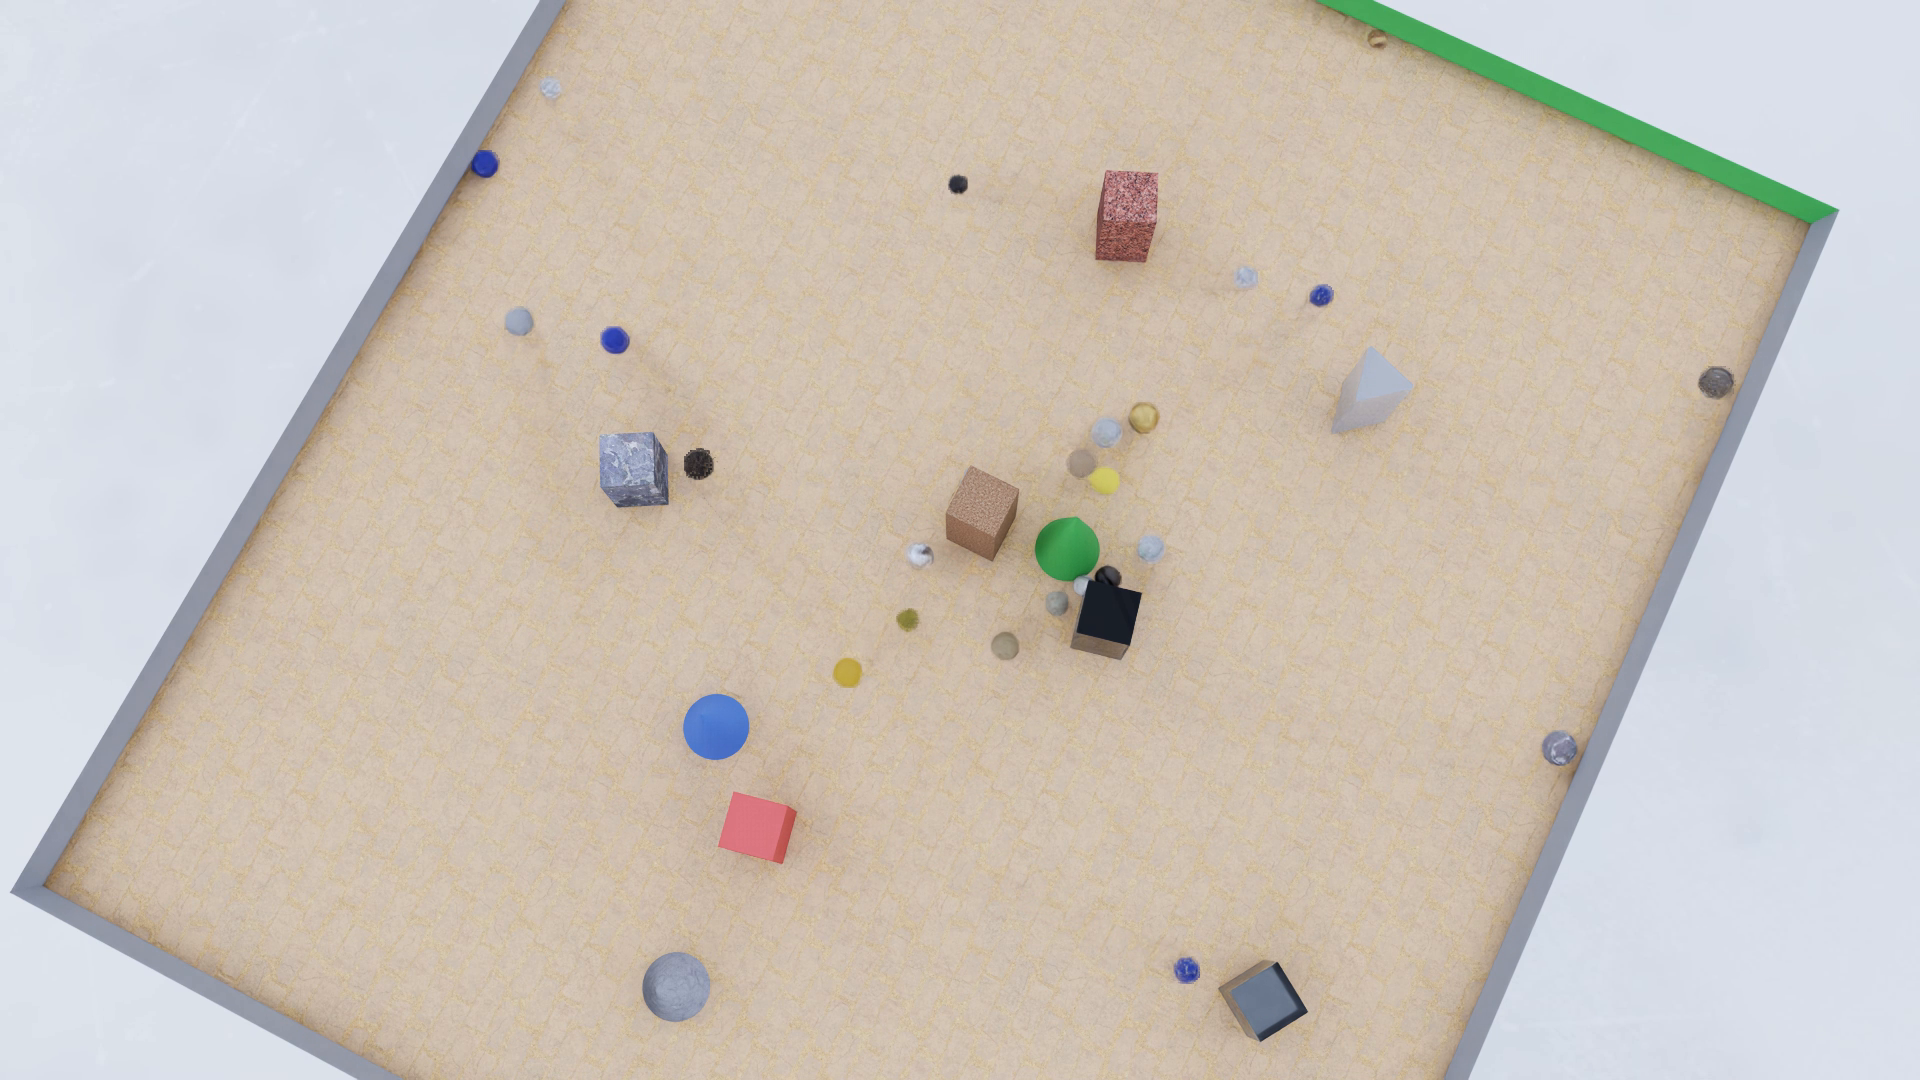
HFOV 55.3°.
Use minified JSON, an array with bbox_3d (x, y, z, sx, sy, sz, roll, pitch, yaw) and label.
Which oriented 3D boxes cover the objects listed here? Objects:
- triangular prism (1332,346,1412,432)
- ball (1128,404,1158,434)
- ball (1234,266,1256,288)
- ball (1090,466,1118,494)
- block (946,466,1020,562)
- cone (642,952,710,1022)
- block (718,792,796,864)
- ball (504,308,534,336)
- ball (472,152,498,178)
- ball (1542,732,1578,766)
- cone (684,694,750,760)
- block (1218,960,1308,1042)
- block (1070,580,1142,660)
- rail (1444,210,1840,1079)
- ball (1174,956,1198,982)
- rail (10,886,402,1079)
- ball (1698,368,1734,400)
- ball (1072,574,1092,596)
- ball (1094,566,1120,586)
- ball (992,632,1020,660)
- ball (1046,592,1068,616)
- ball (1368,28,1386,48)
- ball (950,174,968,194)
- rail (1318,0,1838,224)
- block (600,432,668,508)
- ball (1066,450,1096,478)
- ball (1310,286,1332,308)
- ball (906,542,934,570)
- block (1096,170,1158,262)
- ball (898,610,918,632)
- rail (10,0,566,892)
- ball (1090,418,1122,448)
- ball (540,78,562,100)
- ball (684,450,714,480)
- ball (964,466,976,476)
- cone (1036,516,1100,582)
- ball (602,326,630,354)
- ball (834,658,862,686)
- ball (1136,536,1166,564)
[{"bbox_3d":[1.218,-0.460,5.525,0.172,0.365,0.149,-14,79,-3],"label":"triangular prism"},{"bbox_3d":[0.565,-0.374,5.646,0.093,0.093,0.093,0,78,0],"label":"ball"},{"bbox_3d":[0.894,-0.824,5.751,0.072,0.072,0.072,0,78,0],"label":"ball"},{"bbox_3d":[0.441,-0.183,5.612,0.084,0.084,0.084,0,78,0],"label":"ball"},{"bbox_3d":[0.065,-0.075,5.444,0.159,0.369,0.159,26,80,5],"label":"block"},{"bbox_3d":[-0.828,1.267,5.168,0.198,0.366,0.198,0,78,0],"label":"cone"},{"bbox_3d":[-0.581,0.833,5.290,0.159,0.302,0.159,14,79,3],"label":"block"},{"bbox_3d":[-1.374,-0.678,5.713,0.087,0.087,0.087,0,78,0],"label":"ball"},{"bbox_3d":[-1.509,-1.192,5.821,0.082,0.082,0.082,0,78,0],"label":"ball"},{"bbox_3d":[1.779,0.619,5.438,0.099,0.099,0.099,0,78,0],"label":"ball"},{"bbox_3d":[-0.732,0.528,5.341,0.198,0.325,0.198,0,78,0],"label":"cone"},{"bbox_3d":[0.861,1.310,5.221,0.159,0.244,0.159,-30,80,-6],"label":"block"},{"bbox_3d":[0.429,0.239,5.412,0.159,0.304,0.159,14,79,3],"label":"block"},{"bbox_3d":[1.751,0.864,5.371,0.045,0.129,4.314,26,80,5],"label":"rail"},{"bbox_3d":[0.656,1.247,5.322,0.071,0.071,0.071,0,78,0],"label":"ball"},{"bbox_3d":[-0.954,1.875,5.162,3.963,0.129,0.045,26,80,5],"label":"rail"},{"bbox_3d":[2.337,-0.484,5.667,0.099,0.099,0.099,0,78,0],"label":"ball"},{"bbox_3d":[0.374,0.138,5.555,0.065,0.065,0.065,0,78,0],"label":"ball"},{"bbox_3d":[0.448,0.118,5.552,0.079,0.079,0.079,0,78,0],"label":"ball"},{"bbox_3d":[0.138,0.319,5.507,0.086,0.086,0.086,0,78,0],"label":"ball"},{"bbox_3d":[0.294,0.194,5.540,0.071,0.071,0.071,0,78,0],"label":"ball"},{"bbox_3d":[1.348,-1.621,5.921,0.061,0.061,0.061,0,78,0],"label":"ball"},{"bbox_3d":[-0.003,-1.130,5.820,0.060,0.060,0.060,0,78,0],"label":"ball"},{"bbox_3d":[0.954,-1.861,5.935,3.963,0.129,0.045,26,80,5],"label":"rail"},{"bbox_3d":[-0.980,-0.210,5.520,0.159,0.274,0.159,-3,78,-1],"label":"block"},{"bbox_3d":[0.371,-0.234,5.620,0.089,0.089,0.089,0,78,0],"label":"ball"},{"bbox_3d":[1.129,-0.763,5.740,0.068,0.068,0.068,0,78,0],"label":"ball"},{"bbox_3d":[-0.120,0.049,5.563,0.086,0.086,0.086,0,78,0],"label":"ball"},{"bbox_3d":[0.512,-0.994,5.649,0.159,0.339,0.159,3,78,1],"label":"block"},{"bbox_3d":[-0.156,0.244,5.533,0.065,0.065,0.065,0,78,0],"label":"ball"},{"bbox_3d":[-1.751,-0.851,5.726,0.045,0.129,4.314,26,80,5],"label":"rail"},{"bbox_3d":[0.450,-0.329,5.636,0.095,0.095,0.095,0,78,0],"label":"ball"},{"bbox_3d":[-1.314,-1.448,5.882,0.067,0.067,0.067,0,78,0],"label":"ball"},{"bbox_3d":[-0.799,-0.230,5.619,0.089,0.089,0.089,0,78,0],"label":"ball"},{"bbox_3d":[0.036,-0.206,5.636,0.045,0.045,0.045,0,78,0],"label":"ball"},{"bbox_3d":[0.329,-0.018,5.381,0.198,0.468,0.198,0,78,0],"label":"cone"},{"bbox_3d":[-1.072,-0.620,5.701,0.087,0.087,0.087,0,78,0],"label":"ball"},{"bbox_3d":[-0.335,0.395,5.490,0.088,0.088,0.088,0,78,0],"label":"ball"},{"bbox_3d":[0.579,0.029,5.567,0.087,0.087,0.087,0,78,0],"label":"ball"}]
